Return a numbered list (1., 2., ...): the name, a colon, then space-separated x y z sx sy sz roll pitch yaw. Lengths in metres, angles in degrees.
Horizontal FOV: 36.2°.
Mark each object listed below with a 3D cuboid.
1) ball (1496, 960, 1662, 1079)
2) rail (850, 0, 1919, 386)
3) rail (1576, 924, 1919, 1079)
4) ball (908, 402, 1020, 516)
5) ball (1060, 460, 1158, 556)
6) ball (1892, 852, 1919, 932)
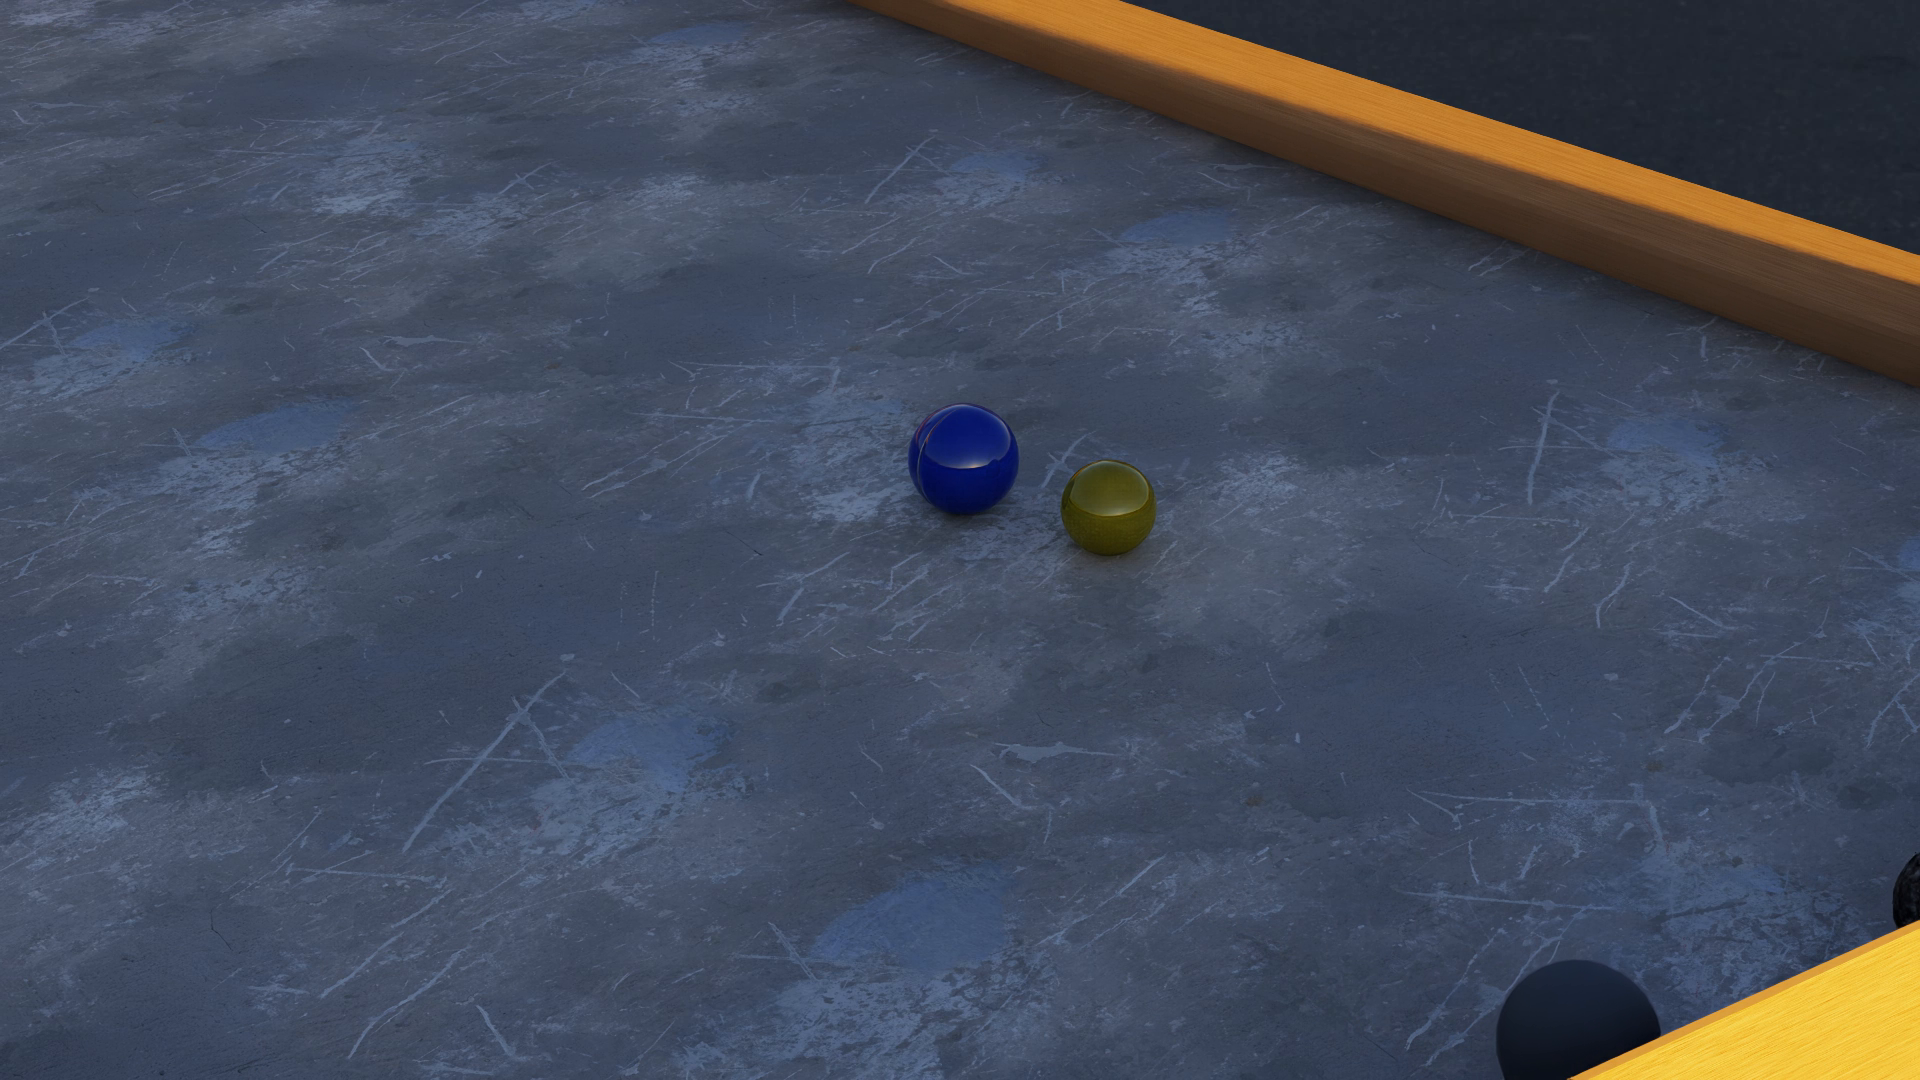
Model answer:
1. ball: 0.338 0.275 1.606 0.089 0.089 0.089 0 24 0
2. rail: 0.285 -0.516 3.361 0.045 0.118 3.428 -16 28 -31
3. rail: 0.473 0.260 1.601 1.922 0.118 0.045 -16 28 -31
4. ball: 0.003 -0.065 2.375 0.091 0.091 0.091 0 24 0
5. ball: 0.116 -0.025 2.302 0.076 0.076 0.076 0 24 0
6. ball: 0.595 0.218 1.749 0.077 0.077 0.077 0 24 0
